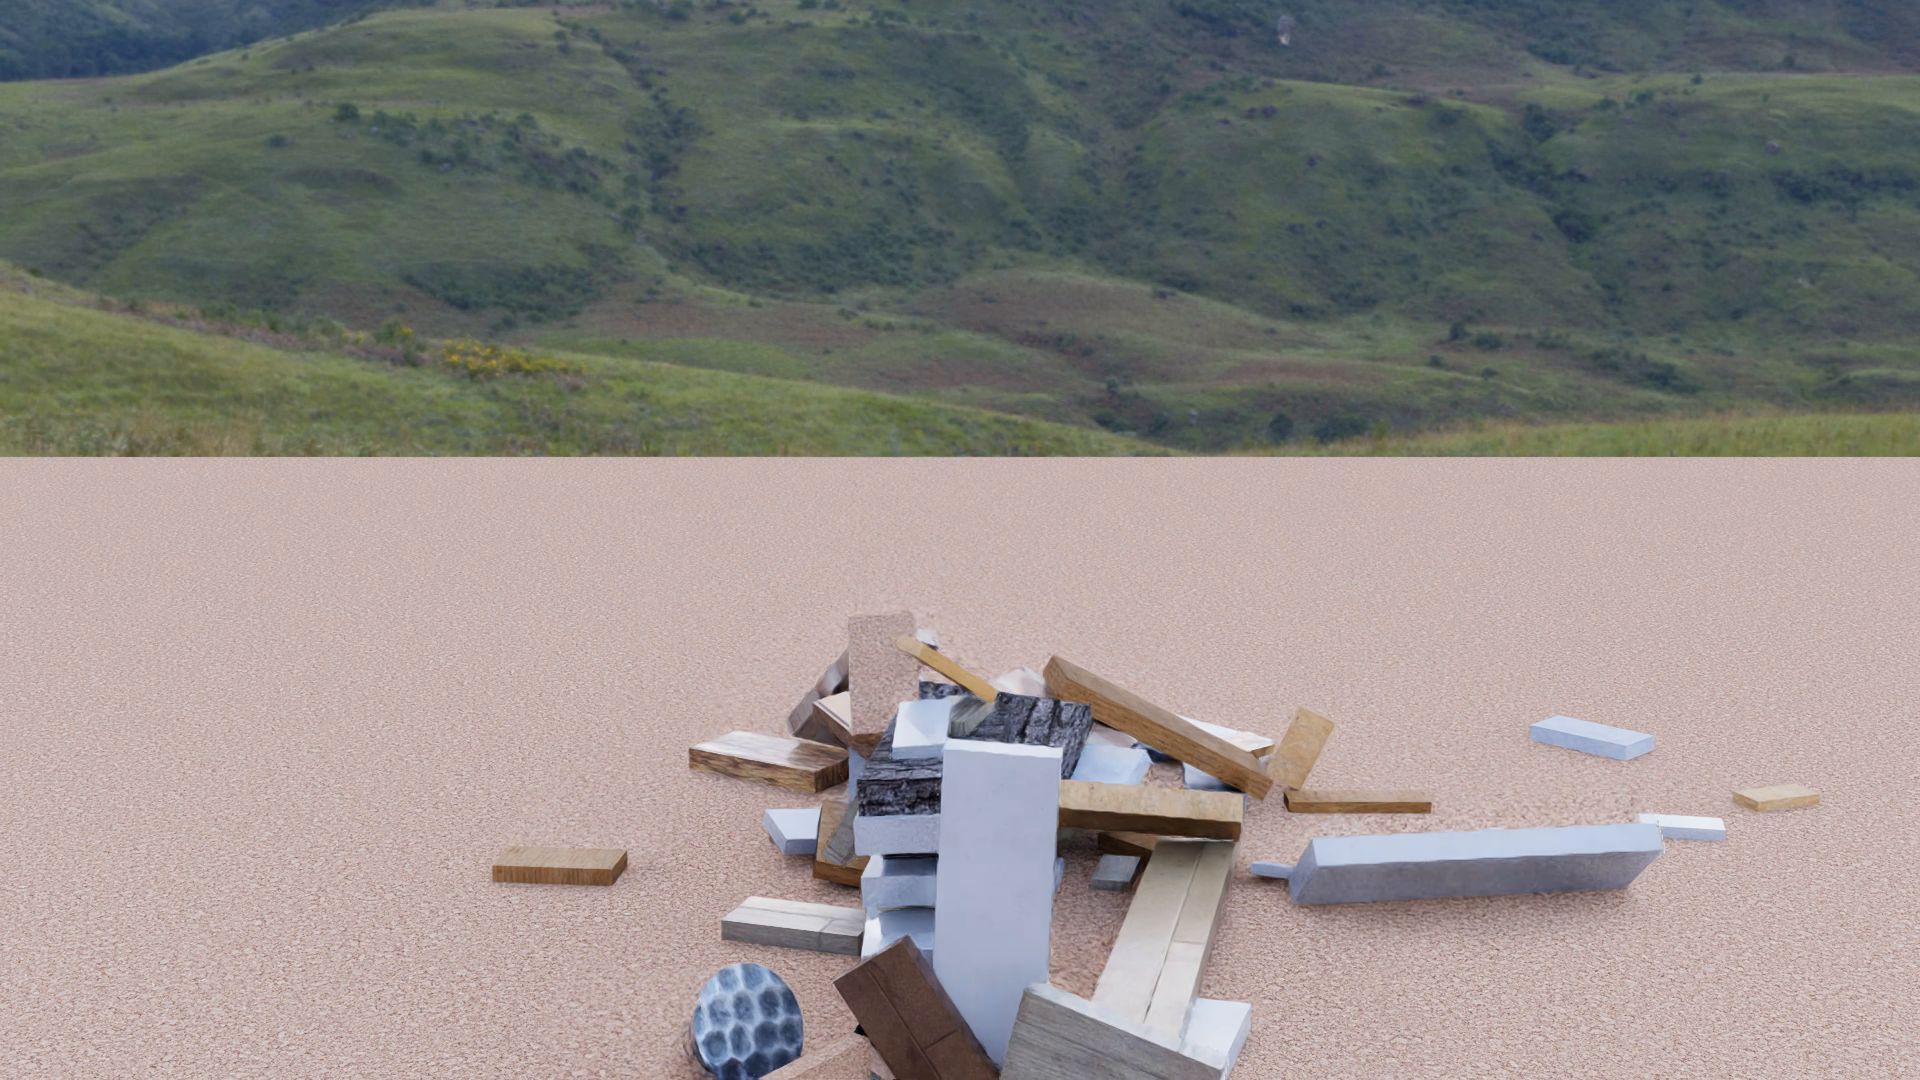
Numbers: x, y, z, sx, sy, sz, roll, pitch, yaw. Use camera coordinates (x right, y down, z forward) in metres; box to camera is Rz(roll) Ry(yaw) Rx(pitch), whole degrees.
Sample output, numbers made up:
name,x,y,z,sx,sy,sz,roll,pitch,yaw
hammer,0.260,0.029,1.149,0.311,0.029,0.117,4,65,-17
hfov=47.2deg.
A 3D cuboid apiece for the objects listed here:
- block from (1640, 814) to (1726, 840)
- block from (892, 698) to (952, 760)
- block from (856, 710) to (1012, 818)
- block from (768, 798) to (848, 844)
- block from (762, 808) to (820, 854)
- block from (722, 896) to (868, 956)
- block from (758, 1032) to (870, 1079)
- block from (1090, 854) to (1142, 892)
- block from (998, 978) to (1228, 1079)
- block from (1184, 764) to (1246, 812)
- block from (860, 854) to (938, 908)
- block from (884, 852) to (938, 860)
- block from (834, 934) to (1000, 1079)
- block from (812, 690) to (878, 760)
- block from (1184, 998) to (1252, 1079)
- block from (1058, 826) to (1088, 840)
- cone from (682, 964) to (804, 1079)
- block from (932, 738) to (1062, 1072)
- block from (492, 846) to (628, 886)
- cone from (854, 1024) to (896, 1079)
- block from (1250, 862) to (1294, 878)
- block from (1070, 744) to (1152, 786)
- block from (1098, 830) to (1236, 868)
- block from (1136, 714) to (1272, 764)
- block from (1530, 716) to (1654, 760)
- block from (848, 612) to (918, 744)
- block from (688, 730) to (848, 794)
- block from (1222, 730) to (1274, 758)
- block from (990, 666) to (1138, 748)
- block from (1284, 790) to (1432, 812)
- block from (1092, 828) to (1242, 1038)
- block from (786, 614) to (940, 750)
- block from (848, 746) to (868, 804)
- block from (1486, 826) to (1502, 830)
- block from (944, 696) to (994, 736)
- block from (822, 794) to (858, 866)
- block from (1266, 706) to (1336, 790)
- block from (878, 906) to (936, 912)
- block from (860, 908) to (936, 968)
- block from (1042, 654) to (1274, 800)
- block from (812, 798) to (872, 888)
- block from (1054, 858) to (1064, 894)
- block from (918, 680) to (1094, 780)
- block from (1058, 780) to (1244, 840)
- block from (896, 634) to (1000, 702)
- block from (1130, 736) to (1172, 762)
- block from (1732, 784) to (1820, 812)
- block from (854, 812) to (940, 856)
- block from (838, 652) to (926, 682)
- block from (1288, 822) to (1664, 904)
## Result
name,x,y,z,sx,sy,sz,roll,pitch,yaw
block,1.309,0.520,3.989,0.142,0.020,0.071,2,11,12
block,-0.051,0.263,3.056,0.073,0.021,0.146,-4,20,4
block,-0.030,0.309,3.064,0.171,0.049,0.343,-3,10,7
block,-0.242,0.516,3.987,0.104,0.029,0.207,7,13,33
block,-0.231,0.512,3.873,0.207,0.029,0.103,3,22,-28
block,-0.248,0.609,3.475,0.230,0.033,0.115,3,11,18
block,-0.194,0.706,2.742,0.031,0.111,0.222,8,13,36
block,0.265,0.567,3.743,0.066,0.019,0.132,2,11,13
block,0.190,0.661,2.750,0.262,0.131,0.037,19,18,16
block,0.488,0.471,4.221,0.111,0.031,0.221,1,11,4
block,-0.043,0.446,3.081,0.146,0.041,0.292,-3,9,7
block,-0.023,0.392,3.149,0.146,0.041,0.293,-4,9,5
block,-0.053,0.626,2.803,0.111,0.222,0.031,-33,0,18
block,-0.092,0.360,3.763,0.116,0.033,0.518,-16,22,-24
block,0.310,0.693,3.010,0.131,0.037,0.262,3,11,17
block,0.132,0.492,3.810,0.367,0.032,0.112,-16,19,-36
cone,-0.332,0.677,2.989,0.172,0.172,0.172,-10,-12,-43
block,0.043,0.497,2.809,0.146,0.488,0.041,4,14,6
block,-0.684,0.557,3.764,0.207,0.029,0.103,1,11,6
cone,-0.095,0.706,2.887,0.127,0.127,0.127,30,17,10
block,0.564,0.562,3.719,0.132,0.019,0.066,5,-4,24
block,0.214,0.409,3.860,0.223,0.032,0.112,3,44,38
block,0.361,0.541,3.842,0.113,0.032,0.227,-9,14,-39
block,0.491,0.408,4.430,0.245,0.035,0.122,13,20,21
block,1.308,0.409,4.557,0.111,0.031,0.221,-10,14,-43
block,-0.132,0.238,3.818,0.116,0.232,0.033,-5,-33,3
block,-0.368,0.439,4.364,0.310,0.044,0.155,7,12,32
block,0.542,0.413,4.343,0.148,0.021,0.074,-9,24,-38
block,0.178,0.334,4.029,0.269,0.038,0.135,33,32,26
block,0.747,0.492,4.139,0.265,0.021,0.074,0,11,0
block,0.325,0.589,3.378,0.131,0.037,0.999,2,10,12
block,-0.197,0.289,4.419,0.155,0.310,0.044,20,30,-42
block,-0.169,0.413,4.079,0.033,0.115,0.427,0,-1,3
block,0.975,0.540,3.882,0.071,0.020,0.142,-8,13,-36
block,-0.006,0.254,3.169,0.073,0.021,0.146,-1,10,18
block,-0.126,0.422,3.432,0.033,0.116,0.232,35,20,14
block,0.655,0.401,4.235,0.074,0.148,0.021,26,4,-15
block,-0.042,0.475,3.160,0.120,0.034,0.239,-6,8,8
block,-0.039,0.534,3.044,0.176,0.050,0.353,-7,8,1
block,0.369,0.350,4.115,0.448,0.044,0.155,27,9,-13
block,-0.188,0.522,3.781,0.115,0.033,0.230,12,19,-5
block,0.054,0.564,3.718,0.227,0.032,0.113,2,11,11
block,0.051,0.347,3.910,0.335,0.047,0.167,7,46,22
block,0.301,0.450,3.667,0.335,0.047,0.167,4,-18,7
block,-0.018,0.186,3.177,0.146,0.021,0.073,34,-6,-28
block,0.369,0.423,4.480,0.221,0.031,0.111,-7,13,-34
block,1.545,0.488,4.163,0.142,0.020,0.071,-4,11,-20
block,-0.036,0.359,3.062,0.171,0.049,0.343,-3,10,7
block,-0.122,0.353,4.839,0.135,0.038,0.801,-3,11,-14
block,0.840,0.530,3.597,0.577,0.047,0.167,-1,-30,-8
